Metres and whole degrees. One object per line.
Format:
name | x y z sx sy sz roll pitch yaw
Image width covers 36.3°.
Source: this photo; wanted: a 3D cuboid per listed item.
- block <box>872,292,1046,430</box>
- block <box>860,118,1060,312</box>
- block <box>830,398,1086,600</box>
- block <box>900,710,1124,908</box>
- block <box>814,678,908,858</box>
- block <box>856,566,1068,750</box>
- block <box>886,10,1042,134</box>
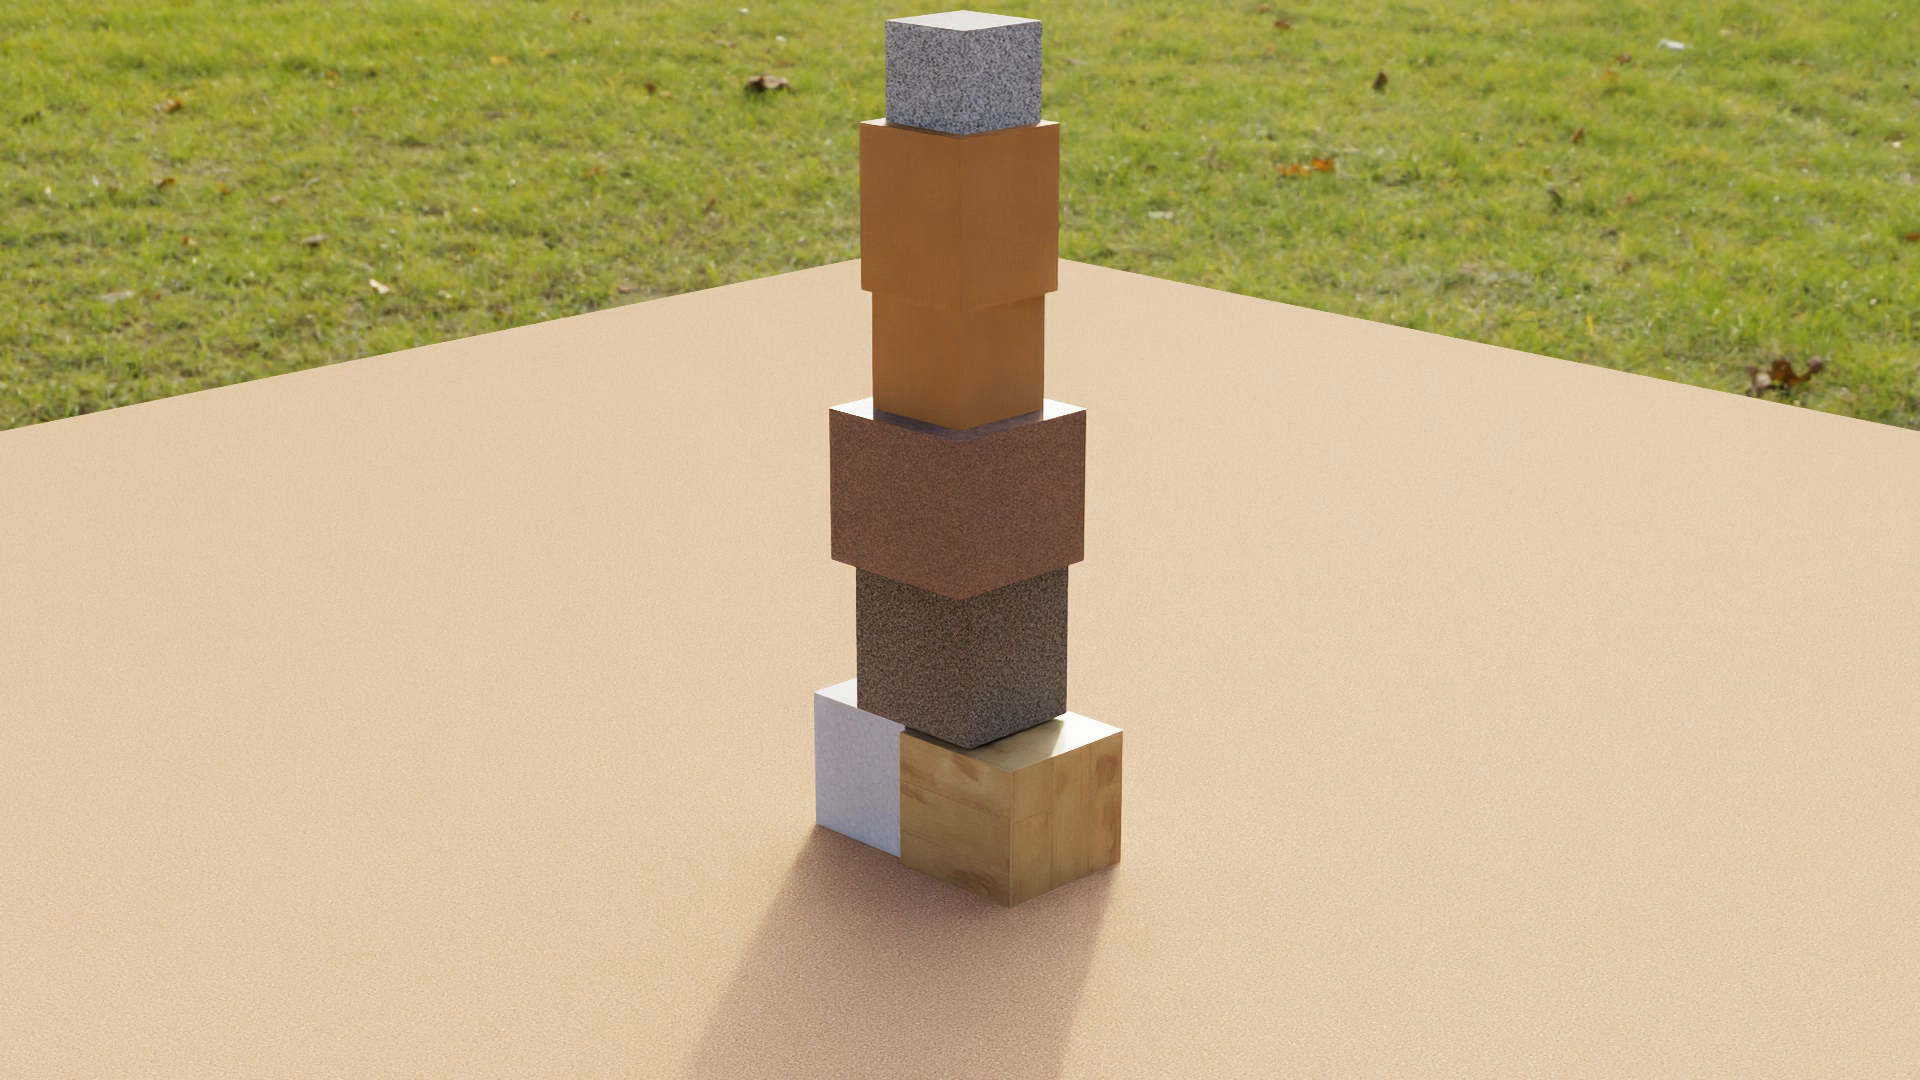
block | -0.007 -0.848 13.064 0.535 0.539 0.551 -17 24 -42
block | -0.002 -1.462 12.874 0.608 0.745 0.627 -17 24 -42
block | -0.011 -0.250 13.249 0.806 0.713 0.826 -17 24 -42
block | 0.235 1.183 13.492 0.740 0.652 0.704 -17 24 -42
block | -0.244 1.034 13.940 0.641 0.669 0.621 -17 24 -42
block | 0.008 0.438 13.487 0.640 0.741 0.735 -17 24 -42
block | 0.015 -2.032 12.712 0.475 0.440 0.483 -17 24 -42
